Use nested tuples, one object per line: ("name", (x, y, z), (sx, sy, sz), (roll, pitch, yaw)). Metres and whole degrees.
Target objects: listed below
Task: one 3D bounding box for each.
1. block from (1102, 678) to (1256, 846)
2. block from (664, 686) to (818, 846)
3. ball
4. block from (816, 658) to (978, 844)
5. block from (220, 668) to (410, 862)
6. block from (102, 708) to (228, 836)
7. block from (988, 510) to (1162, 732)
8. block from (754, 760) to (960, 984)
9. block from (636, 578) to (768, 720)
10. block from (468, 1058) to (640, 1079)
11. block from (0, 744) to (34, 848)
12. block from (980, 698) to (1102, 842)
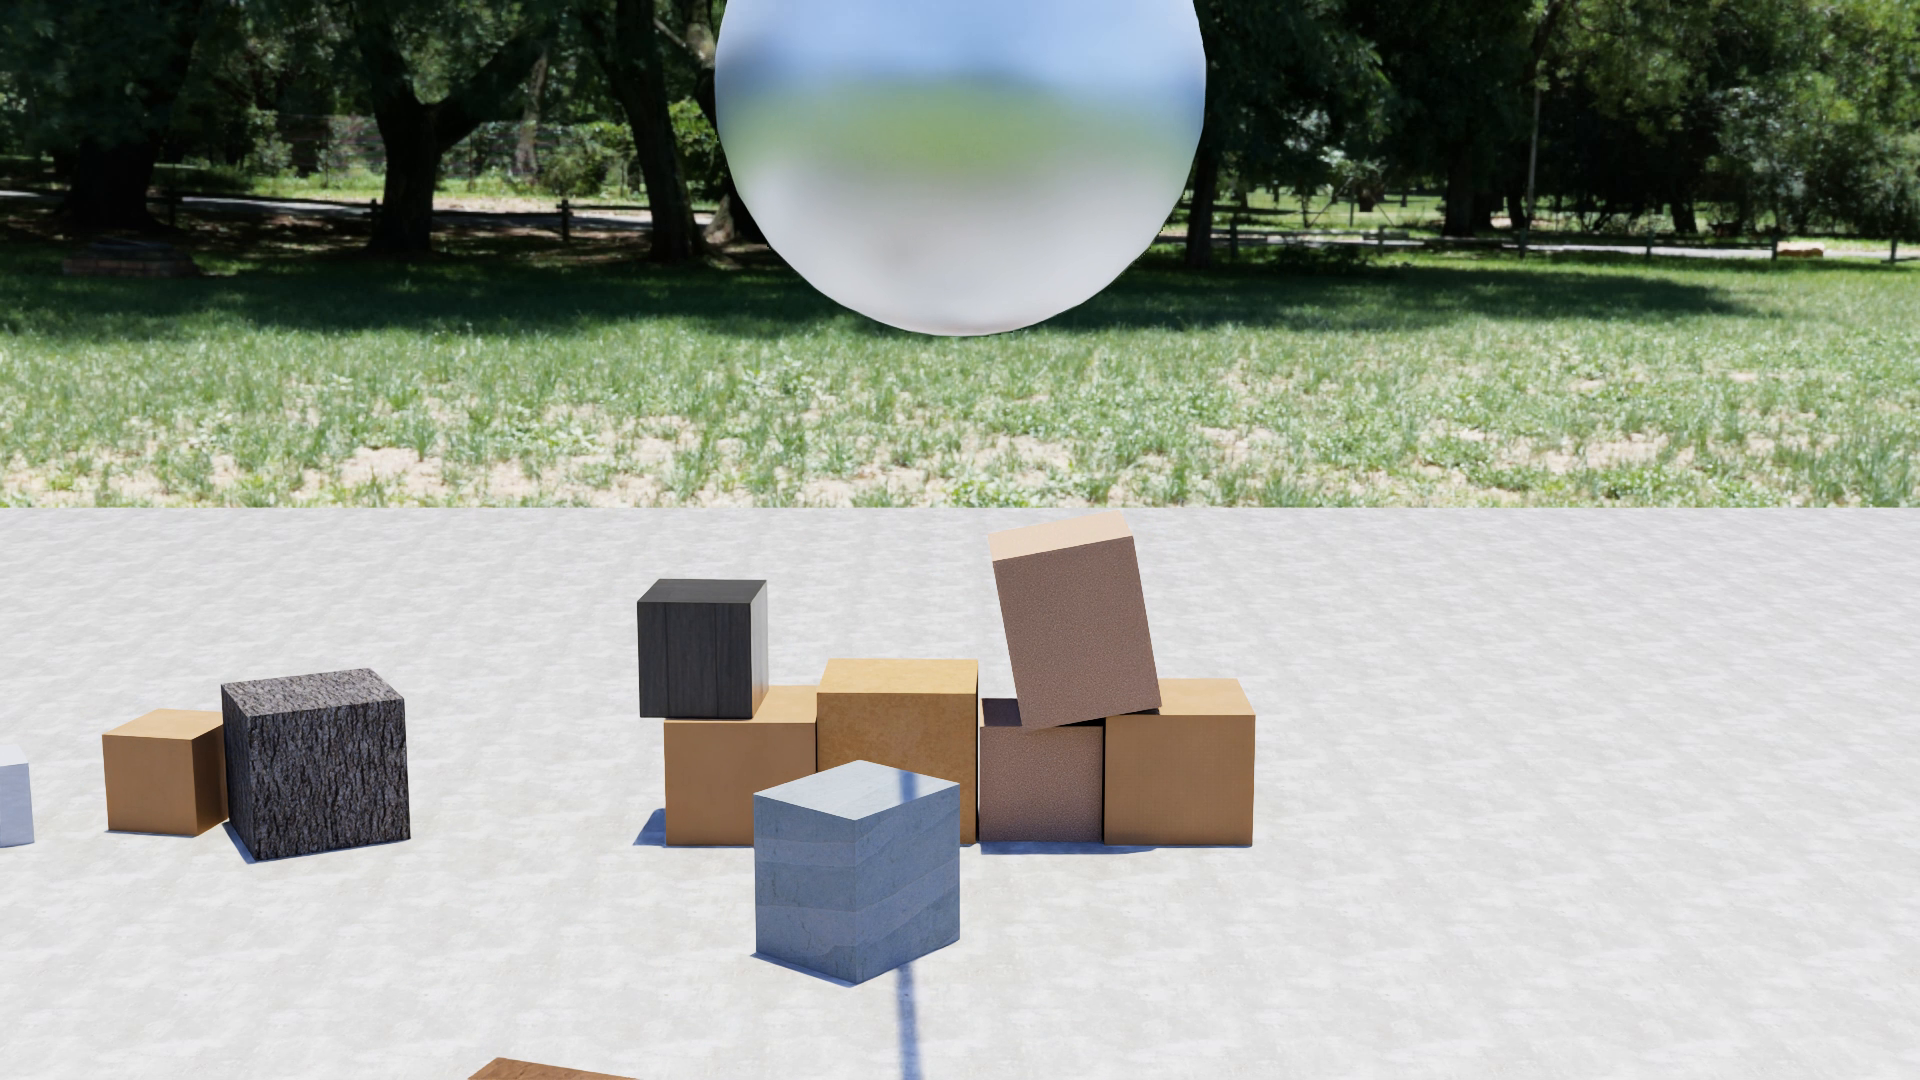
("block", (1.102, 1.139, 11.403), (0.748, 0.680, 0.755), (0, 10, 0))
("block", (-1.102, 1.158, 11.405), (0.757, 0.642, 0.762), (0, 10, 0))
("ball", (0.000, -1.469, 7.168), (1.600, 1.600, 1.600), (0, 10, 0))
("block", (-0.310, 1.084, 11.414), (0.795, 0.784, 0.733), (0, 10, 2))
("block", (-3.308, 1.132, 11.280), (0.767, 0.736, 0.747), (-5, 12, -27))
("block", (-4.090, 1.207, 11.496), (0.503, 0.512, 0.534), (2, 11, 11))
("block", (0.575, 0.398, 11.237), (0.703, 0.879, 0.777), (-10, 10, 1))
("block", (-0.447, 1.437, 9.648), (0.594, 0.720, 0.686), (8, 13, 39))
("block", (-1.310, 0.551, 11.283), (0.571, 0.596, 0.593), (1, 10, 3))
("block", (-1.214, 2.035, 6.375), (0.728, 0.716, 0.775), (4, 11, 19))
("block", (-4.994, 1.316, 11.156), (0.478, 0.420, 0.412), (-6, 12, -29))
("block", (0.410, 1.182, 11.381), (0.620, 0.602, 0.572), (0, 10, 0))
